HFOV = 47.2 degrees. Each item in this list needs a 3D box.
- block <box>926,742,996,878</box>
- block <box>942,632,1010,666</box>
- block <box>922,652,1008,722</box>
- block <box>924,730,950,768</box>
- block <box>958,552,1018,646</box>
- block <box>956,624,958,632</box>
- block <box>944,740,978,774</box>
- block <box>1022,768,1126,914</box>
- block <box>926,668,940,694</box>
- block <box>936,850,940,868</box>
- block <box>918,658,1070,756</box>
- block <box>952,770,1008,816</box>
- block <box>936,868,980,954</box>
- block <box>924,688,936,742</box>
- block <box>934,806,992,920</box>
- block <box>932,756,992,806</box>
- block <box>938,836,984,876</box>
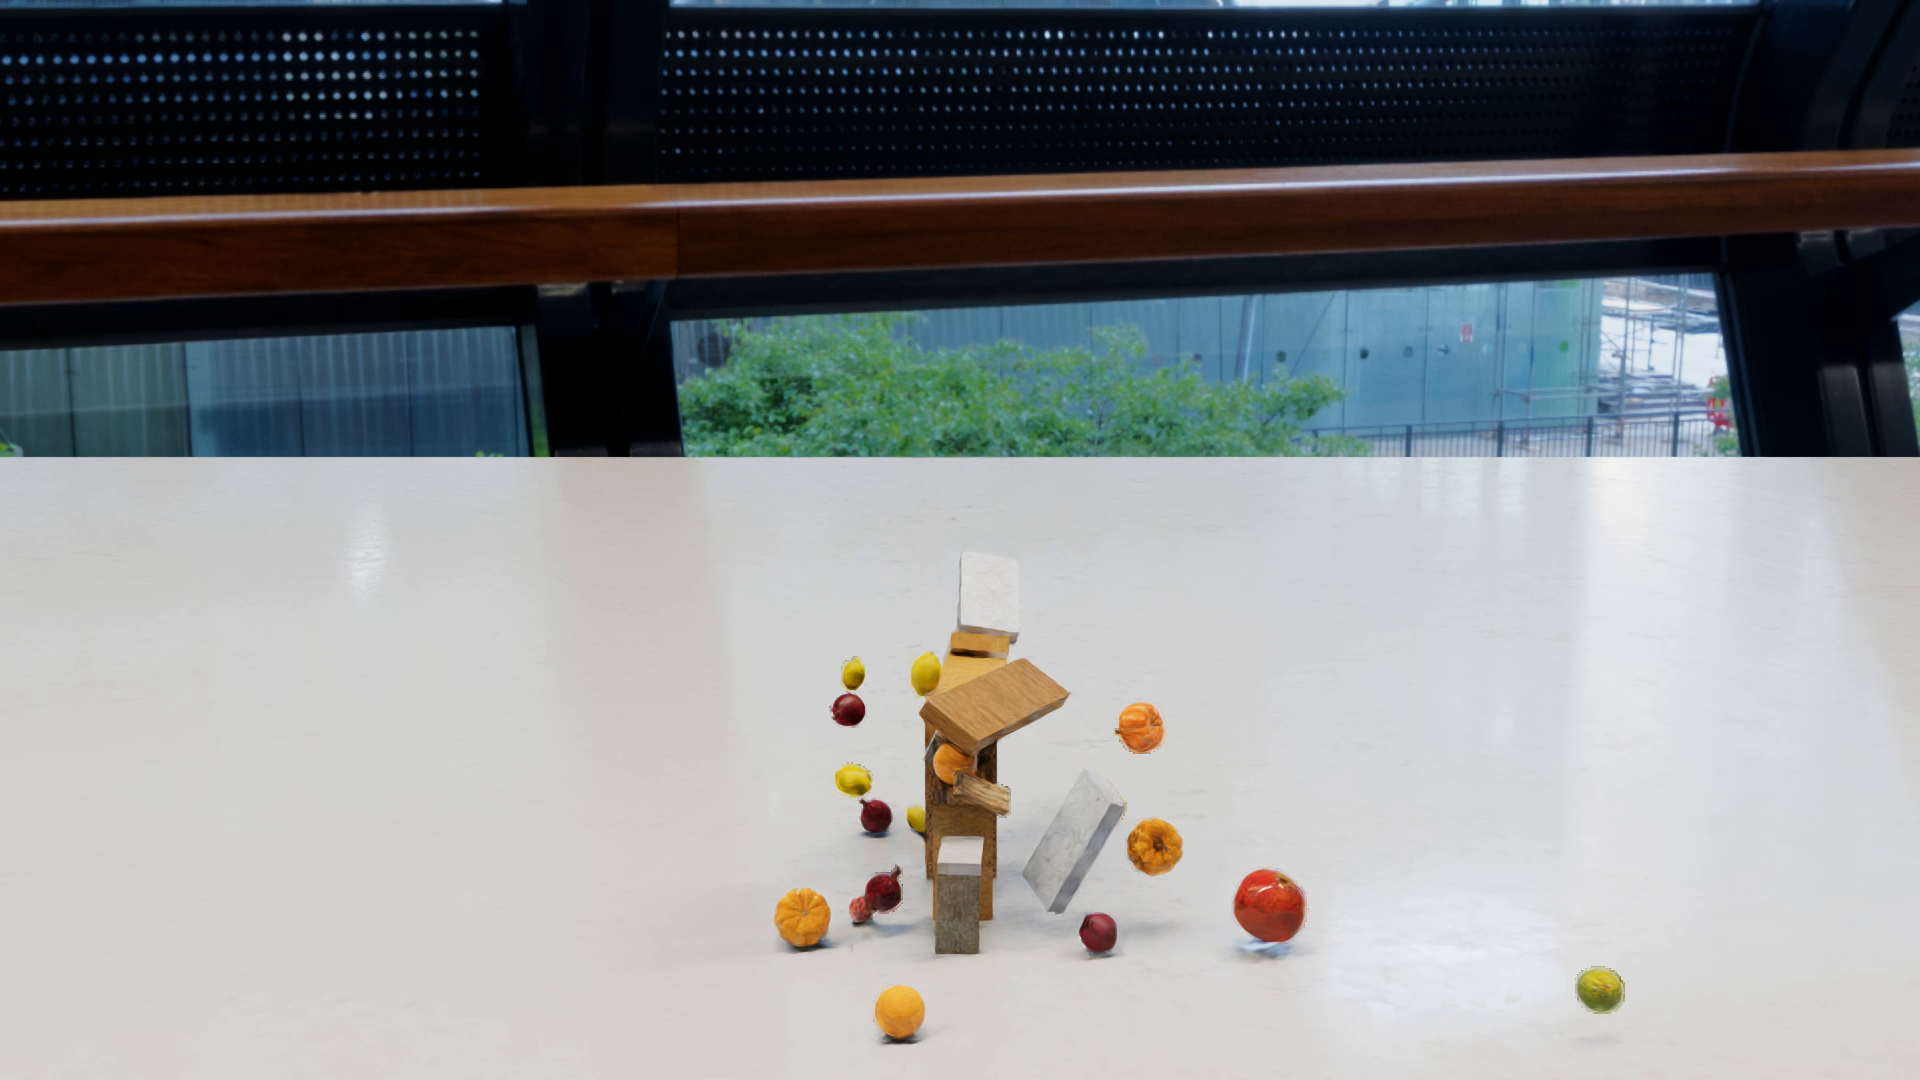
[{"bbox_3d":[0.002,0.453,3.742,0.120,0.240,0.034,0,6,0],"label":"block"},{"bbox_3d":[0.026,0.210,3.919,0.102,0.029,0.204,6,-19,-4],"label":"block"},{"bbox_3d":[0.011,0.253,3.712,0.102,0.029,0.260,7,18,7],"label":"block"},{"bbox_3d":[-0.019,0.325,3.577,0.046,0.093,0.013,23,21,-10],"label":"block"},{"bbox_3d":[0.051,0.103,3.945,0.104,0.030,0.209,9,37,-6],"label":"block"},{"bbox_3d":[0.031,0.142,3.975,0.068,0.019,0.136,7,48,3],"label":"block"},{"bbox_3d":[0.007,0.334,3.562,0.046,0.093,0.013,13,26,-5],"label":"block"},{"bbox_3d":[0.179,0.478,3.493,0.030,0.209,0.104,20,17,-31],"label":"block"},{"bbox_3d":[-0.001,0.262,3.833,0.102,0.029,0.204,1,9,-5],"label":"block"},{"bbox_3d":[-0.005,0.556,3.485,0.067,0.133,0.019,0,10,0],"label":"block"},{"bbox_3d":[0.062,0.268,3.601,0.104,0.030,0.392,37,20,16],"label":"block"},{"bbox_3d":[0.033,0.399,3.469,0.093,0.013,0.046,24,38,-18],"label":"block"},{"bbox_3d":[-0.003,0.573,3.395,0.067,0.133,0.019,1,12,0],"label":"block"},{"bbox_3d":[0.000,0.301,3.799,0.120,0.034,0.240,0,9,0],"label":"block"},{"bbox_3d":[0.005,0.515,3.544,0.096,0.192,0.027,0,6,0],"label":"block"},{"bbox_3d":[0.006,0.393,3.595,0.096,0.027,0.192,0,10,1],"label":"block"},{"bbox_3d":[0.002,0.490,3.422,0.067,0.019,0.133,1,10,3],"label":"block"}]
